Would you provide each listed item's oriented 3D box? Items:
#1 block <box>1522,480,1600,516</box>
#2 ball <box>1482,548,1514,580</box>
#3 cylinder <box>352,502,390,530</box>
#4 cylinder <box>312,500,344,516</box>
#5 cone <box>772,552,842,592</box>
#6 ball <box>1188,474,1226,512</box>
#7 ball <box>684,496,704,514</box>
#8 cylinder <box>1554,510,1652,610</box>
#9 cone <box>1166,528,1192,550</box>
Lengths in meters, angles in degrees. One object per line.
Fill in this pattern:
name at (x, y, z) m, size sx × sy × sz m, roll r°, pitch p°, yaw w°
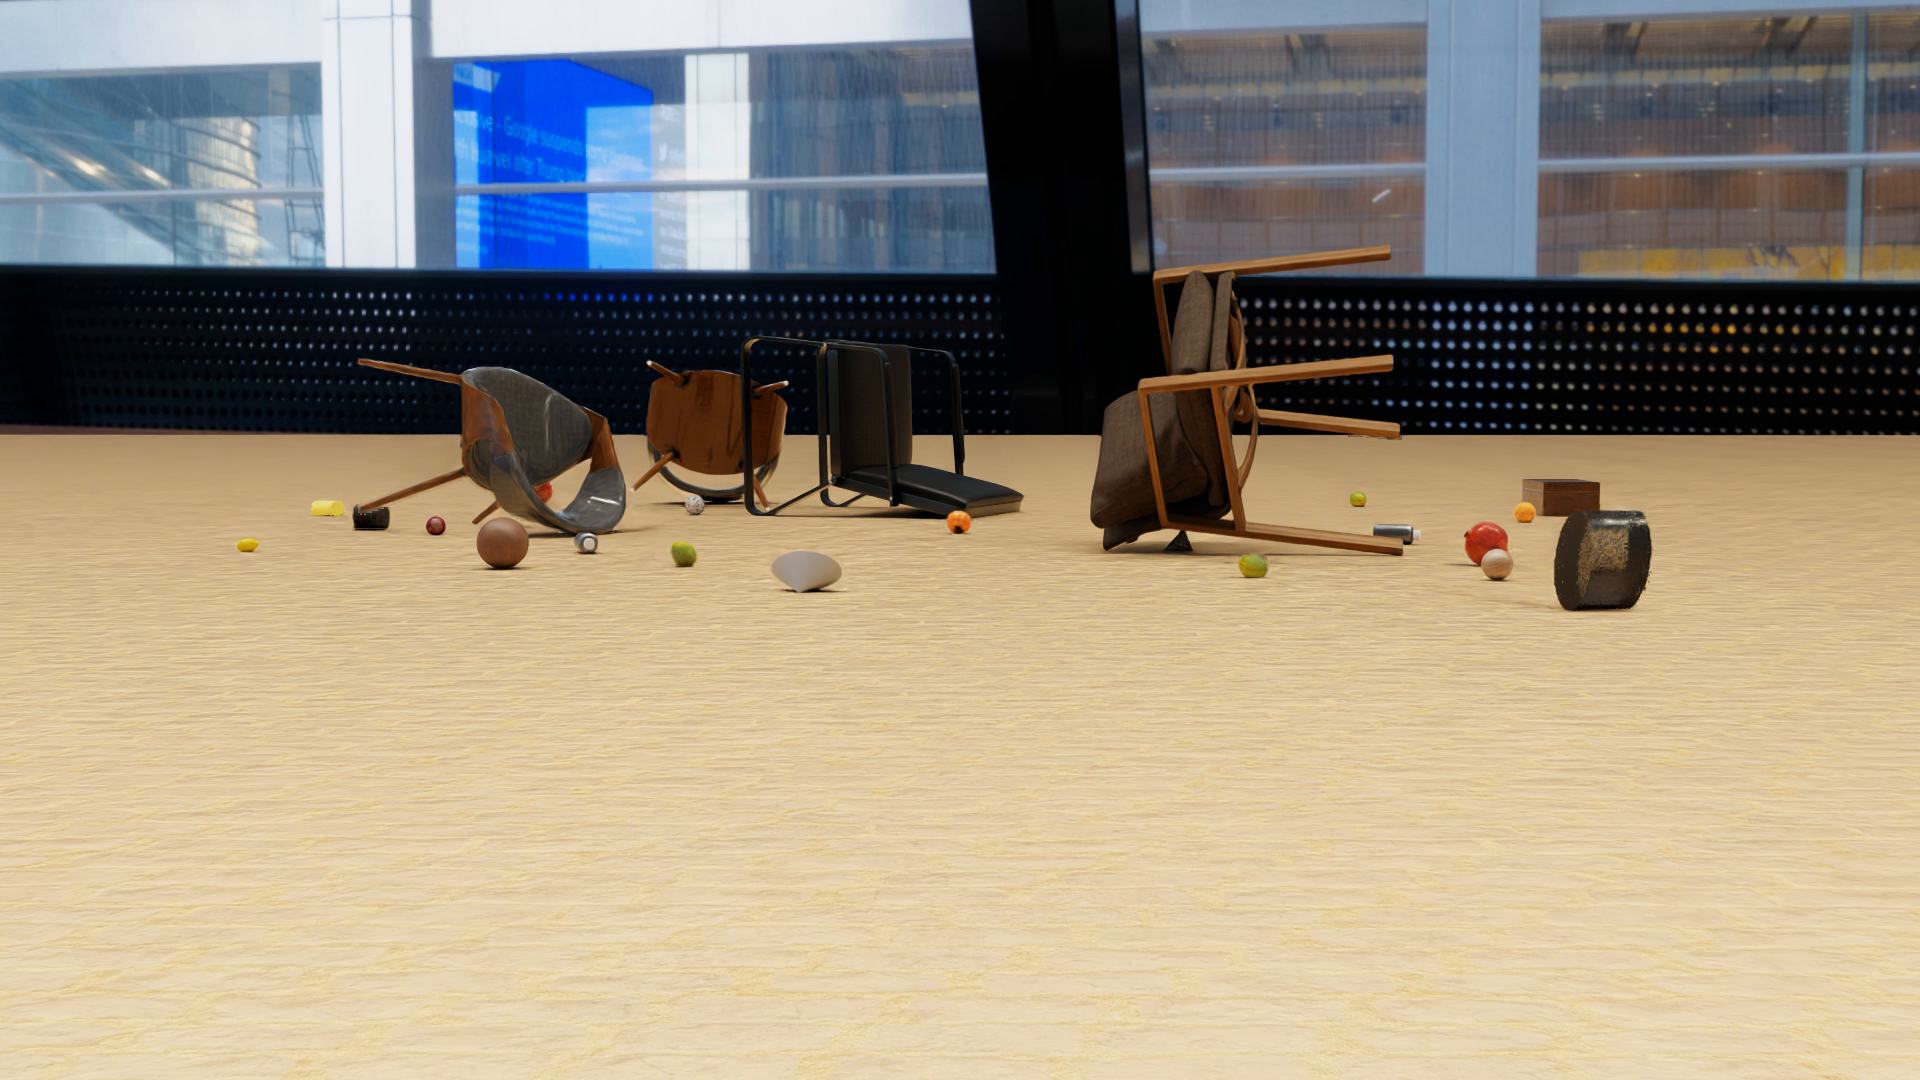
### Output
block at (2.153, -0.152, 7.887) m, size 0.198 × 0.120 × 0.306 m, roll 0°, pitch 4°, yaw 1°
ball at (1.262, 0.058, 5.164) m, size 0.074 × 0.074 × 0.074 m, roll 0°, pitch 4°, yaw 0°
cylinder at (-1.883, -0.072, 7.036) m, size 0.096 × 0.075 × 0.096 m, roll 19°, pitch -23°, yaw -12°
cylinder at (-2.231, -0.112, 7.754) m, size 0.080 × 0.057 × 0.078 m, roll 1°, pitch 12°, yaw 19°
cone at (-0.349, 0.092, 4.870) m, size 0.168 × 0.114 × 0.074 m, roll -4°, pitch 40°, yaw 19°
ball at (0.906, -0.173, 8.056) m, size 0.139 × 0.139 × 0.139 m, roll 0°, pitch 4°, yaw 0°
ball at (-0.946, -0.125, 7.845) m, size 0.071 × 0.071 × 0.071 m, roll 0°, pitch 4°, yaw 0°
cylinder at (1.302, 0.041, 4.459) m, size 0.132 × 0.210 × 0.137 m, roll -1°, pitch 21°, yaw -16°
cone at (0.599, 0.014, 6.113) m, size 0.076 × 0.067 × 0.070 m, roll -30°, pitch 21°, yaw 4°
